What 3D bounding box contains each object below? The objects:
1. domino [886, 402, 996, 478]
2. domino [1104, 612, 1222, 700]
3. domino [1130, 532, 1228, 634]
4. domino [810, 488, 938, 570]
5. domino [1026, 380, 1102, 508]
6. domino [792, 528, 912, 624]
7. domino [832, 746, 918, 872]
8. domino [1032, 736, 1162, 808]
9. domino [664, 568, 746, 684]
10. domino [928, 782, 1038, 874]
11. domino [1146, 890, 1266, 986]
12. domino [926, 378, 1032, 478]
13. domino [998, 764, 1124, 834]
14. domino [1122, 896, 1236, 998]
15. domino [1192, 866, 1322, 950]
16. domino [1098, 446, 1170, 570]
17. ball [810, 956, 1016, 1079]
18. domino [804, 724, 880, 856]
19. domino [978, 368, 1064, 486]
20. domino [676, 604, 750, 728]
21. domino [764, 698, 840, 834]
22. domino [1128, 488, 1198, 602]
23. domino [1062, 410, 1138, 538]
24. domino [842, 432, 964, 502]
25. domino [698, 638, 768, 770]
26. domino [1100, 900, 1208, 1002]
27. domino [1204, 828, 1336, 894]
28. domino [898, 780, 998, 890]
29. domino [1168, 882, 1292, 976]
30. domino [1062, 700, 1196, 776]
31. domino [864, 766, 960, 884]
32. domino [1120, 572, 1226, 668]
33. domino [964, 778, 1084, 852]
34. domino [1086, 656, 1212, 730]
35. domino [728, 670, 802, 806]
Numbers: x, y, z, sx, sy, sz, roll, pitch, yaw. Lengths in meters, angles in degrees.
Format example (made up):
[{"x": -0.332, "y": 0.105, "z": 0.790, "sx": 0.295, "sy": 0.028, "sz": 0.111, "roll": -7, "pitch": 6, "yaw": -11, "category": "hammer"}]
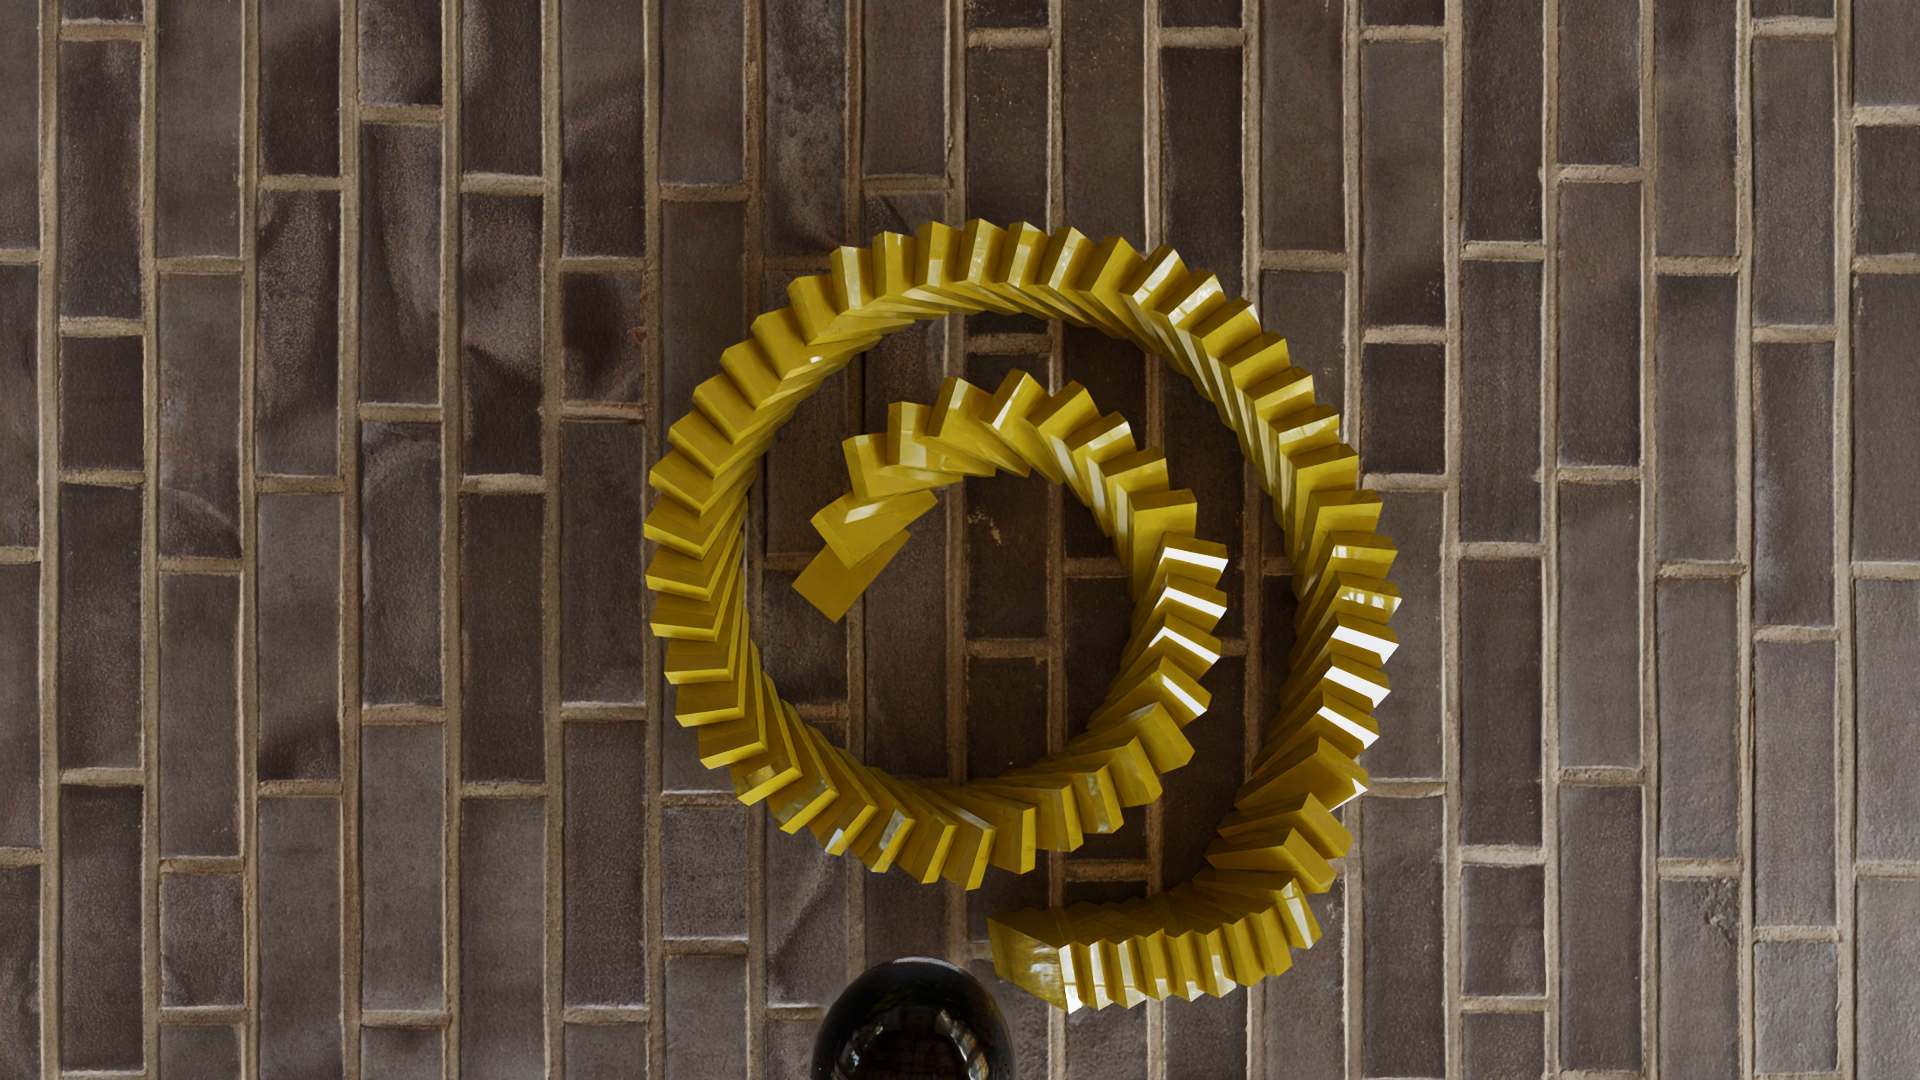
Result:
[{"x": -0.007, "y": -0.041, "z": 0.380, "sx": 0.050, "sy": 0.009, "sz": 0.025, "roll": 4, "pitch": 88, "yaw": -39, "category": "domino"}, {"x": 0.084, "y": 0.055, "z": 0.381, "sx": 0.025, "sy": 0.010, "sz": 0.050, "roll": 28, "pitch": 129, "yaw": 0, "category": "domino"}, {"x": 0.090, "y": 0.021, "z": 0.380, "sx": 0.025, "sy": 0.009, "sz": 0.050, "roll": 12, "pitch": 130, "yaw": 0, "category": "domino"}, {"x": -0.035, "y": -0.012, "z": 0.381, "sx": 0.050, "sy": 0.010, "sz": 0.025, "roll": -38, "pitch": 90, "yaw": -36, "category": "domino"}, {"x": 0.050, "y": -0.039, "z": 0.380, "sx": 0.025, "sy": 0.009, "sz": 0.050, "roll": -40, "pitch": 129, "yaw": -1, "category": "domino"}, {"x": -0.046, "y": 0.009, "z": 0.395, "sx": 0.025, "sy": 0.009, "sz": 0.050, "roll": 41, "pitch": 90, "yaw": 0, "category": "domino"}, {"x": -0.042, "y": 0.111, "z": 0.381, "sx": 0.050, "sy": 0.009, "sz": 0.025, "roll": 33, "pitch": 90, "yaw": 38, "category": "domino"}, {"x": 0.056, "y": 0.099, "z": 0.380, "sx": 0.050, "sy": 0.010, "sz": 0.025, "roll": -24, "pitch": 91, "yaw": 39, "category": "domino"}, {"x": -0.105, "y": 0.035, "z": 0.381, "sx": 0.025, "sy": 0.009, "sz": 0.050, "roll": -3, "pitch": 52, "yaw": 0, "category": "domino"}, {"x": 0.008, "y": 0.118, "z": 0.380, "sx": 0.050, "sy": 0.010, "sz": 0.025, "roll": 2, "pitch": 90, "yaw": 40, "category": "domino"}, {"x": 0.099, "y": 0.163, "z": 0.376, "sx": 0.009, "sy": 0.050, "sz": 0.025, "roll": -16, "pitch": 90, "yaw": -32, "category": "domino"}, {"x": 0.011, "y": -0.046, "z": 0.381, "sx": 0.050, "sy": 0.009, "sz": 0.025, "roll": 20, "pitch": 86, "yaw": -37, "category": "domino"}, {"x": 0.041, "y": 0.108, "z": 0.381, "sx": 0.050, "sy": 0.010, "sz": 0.025, "roll": -15, "pitch": 90, "yaw": 39, "category": "domino"}, {"x": 0.088, "y": 0.166, "z": 0.376, "sx": 0.010, "sy": 0.050, "sz": 0.025, "roll": -13, "pitch": 91, "yaw": -32, "category": "domino"}, {"x": 0.121, "y": 0.150, "z": 0.376, "sx": 0.010, "sy": 0.050, "sz": 0.025, "roll": -25, "pitch": 90, "yaw": -32, "category": "domino"}, {"x": 0.074, "y": -0.013, "z": 0.381, "sx": 0.025, "sy": 0.010, "sz": 0.050, "roll": -18, "pitch": 129, "yaw": 0, "category": "domino"}, {"x": -0.018, "y": 0.207, "z": 0.360, "sx": 0.080, "sy": 0.080, "sz": 0.080, "roll": 0, "pitch": 90, "yaw": 0, "category": "ball"}, {"x": -0.057, "y": 0.103, "z": 0.381, "sx": 0.025, "sy": 0.009, "sz": 0.050, "roll": -49, "pitch": 52, "yaw": 0, "category": "domino"}, {"x": 0.032, "y": -0.046, "z": 0.379, "sx": 0.050, "sy": 0.010, "sz": 0.025, "roll": 36, "pitch": 86, "yaw": -41, "category": "domino"}, {"x": -0.102, "y": 0.051, "z": 0.381, "sx": 0.025, "sy": 0.010, "sz": 0.050, "roll": -8, "pitch": 52, "yaw": 1, "category": "domino"}, {"x": -0.072, "y": 0.093, "z": 0.381, "sx": 0.025, "sy": 0.009, "sz": 0.050, "roll": -39, "pitch": 51, "yaw": 0, "category": "domino"}, {"x": 0.083, "y": 0.003, "z": 0.380, "sx": 0.025, "sy": 0.010, "sz": 0.050, "roll": -8, "pitch": 130, "yaw": 0, "category": "domino"}, {"x": 0.063, "y": -0.026, "z": 0.381, "sx": 0.025, "sy": 0.010, "sz": 0.050, "roll": -29, "pitch": 129, "yaw": 0, "category": "domino"}, {"x": -0.023, "y": -0.032, "z": 0.380, "sx": 0.050, "sy": 0.010, "sz": 0.025, "roll": -13, "pitch": 90, "yaw": -40, "category": "domino"}, {"x": -0.095, "y": 0.067, "z": 0.381, "sx": 0.025, "sy": 0.009, "sz": 0.050, "roll": -17, "pitch": 51, "yaw": 1, "category": "domino"}, {"x": 0.077, "y": 0.168, "z": 0.376, "sx": 0.009, "sy": 0.050, "sz": 0.025, "roll": -13, "pitch": 90, "yaw": -32, "category": "domino"}, {"x": 0.126, "y": 0.133, "z": 0.376, "sx": 0.025, "sy": 0.050, "sz": 0.009, "roll": 46, "pitch": 58, "yaw": 0, "category": "domino"}, {"x": -0.010, "y": 0.121, "z": 0.381, "sx": 0.050, "sy": 0.009, "sz": 0.025, "roll": 18, "pitch": 91, "yaw": 39, "category": "domino"}, {"x": 0.110, "y": 0.159, "z": 0.376, "sx": 0.010, "sy": 0.050, "sz": 0.025, "roll": -16, "pitch": 90, "yaw": -32, "category": "domino"}, {"x": 0.069, "y": 0.087, "z": 0.380, "sx": 0.050, "sy": 0.010, "sz": 0.025, "roll": -35, "pitch": 90, "yaw": 40, "category": "domino"}, {"x": -0.025, "y": 0.117, "z": 0.380, "sx": 0.050, "sy": 0.010, "sz": 0.025, "roll": 23, "pitch": 91, "yaw": 39, "category": "domino"}, {"x": 0.088, "y": 0.038, "z": 0.381, "sx": 0.025, "sy": 0.010, "sz": 0.050, "roll": 20, "pitch": 129, "yaw": 0, "category": "domino"}, {"x": 0.026, "y": 0.113, "z": 0.381, "sx": 0.050, "sy": 0.010, "sz": 0.025, "roll": -9, "pitch": 90, "yaw": 39, "category": "domino"}, {"x": 0.077, "y": 0.071, "z": 0.380, "sx": 0.025, "sy": 0.010, "sz": 0.050, "roll": 39, "pitch": 131, "yaw": 0, "category": "domino"}, {"x": -0.085, "y": 0.081, "z": 0.380, "sx": 0.025, "sy": 0.009, "sz": 0.050, "roll": -29, "pitch": 51, "yaw": 0, "category": "domino"}]
